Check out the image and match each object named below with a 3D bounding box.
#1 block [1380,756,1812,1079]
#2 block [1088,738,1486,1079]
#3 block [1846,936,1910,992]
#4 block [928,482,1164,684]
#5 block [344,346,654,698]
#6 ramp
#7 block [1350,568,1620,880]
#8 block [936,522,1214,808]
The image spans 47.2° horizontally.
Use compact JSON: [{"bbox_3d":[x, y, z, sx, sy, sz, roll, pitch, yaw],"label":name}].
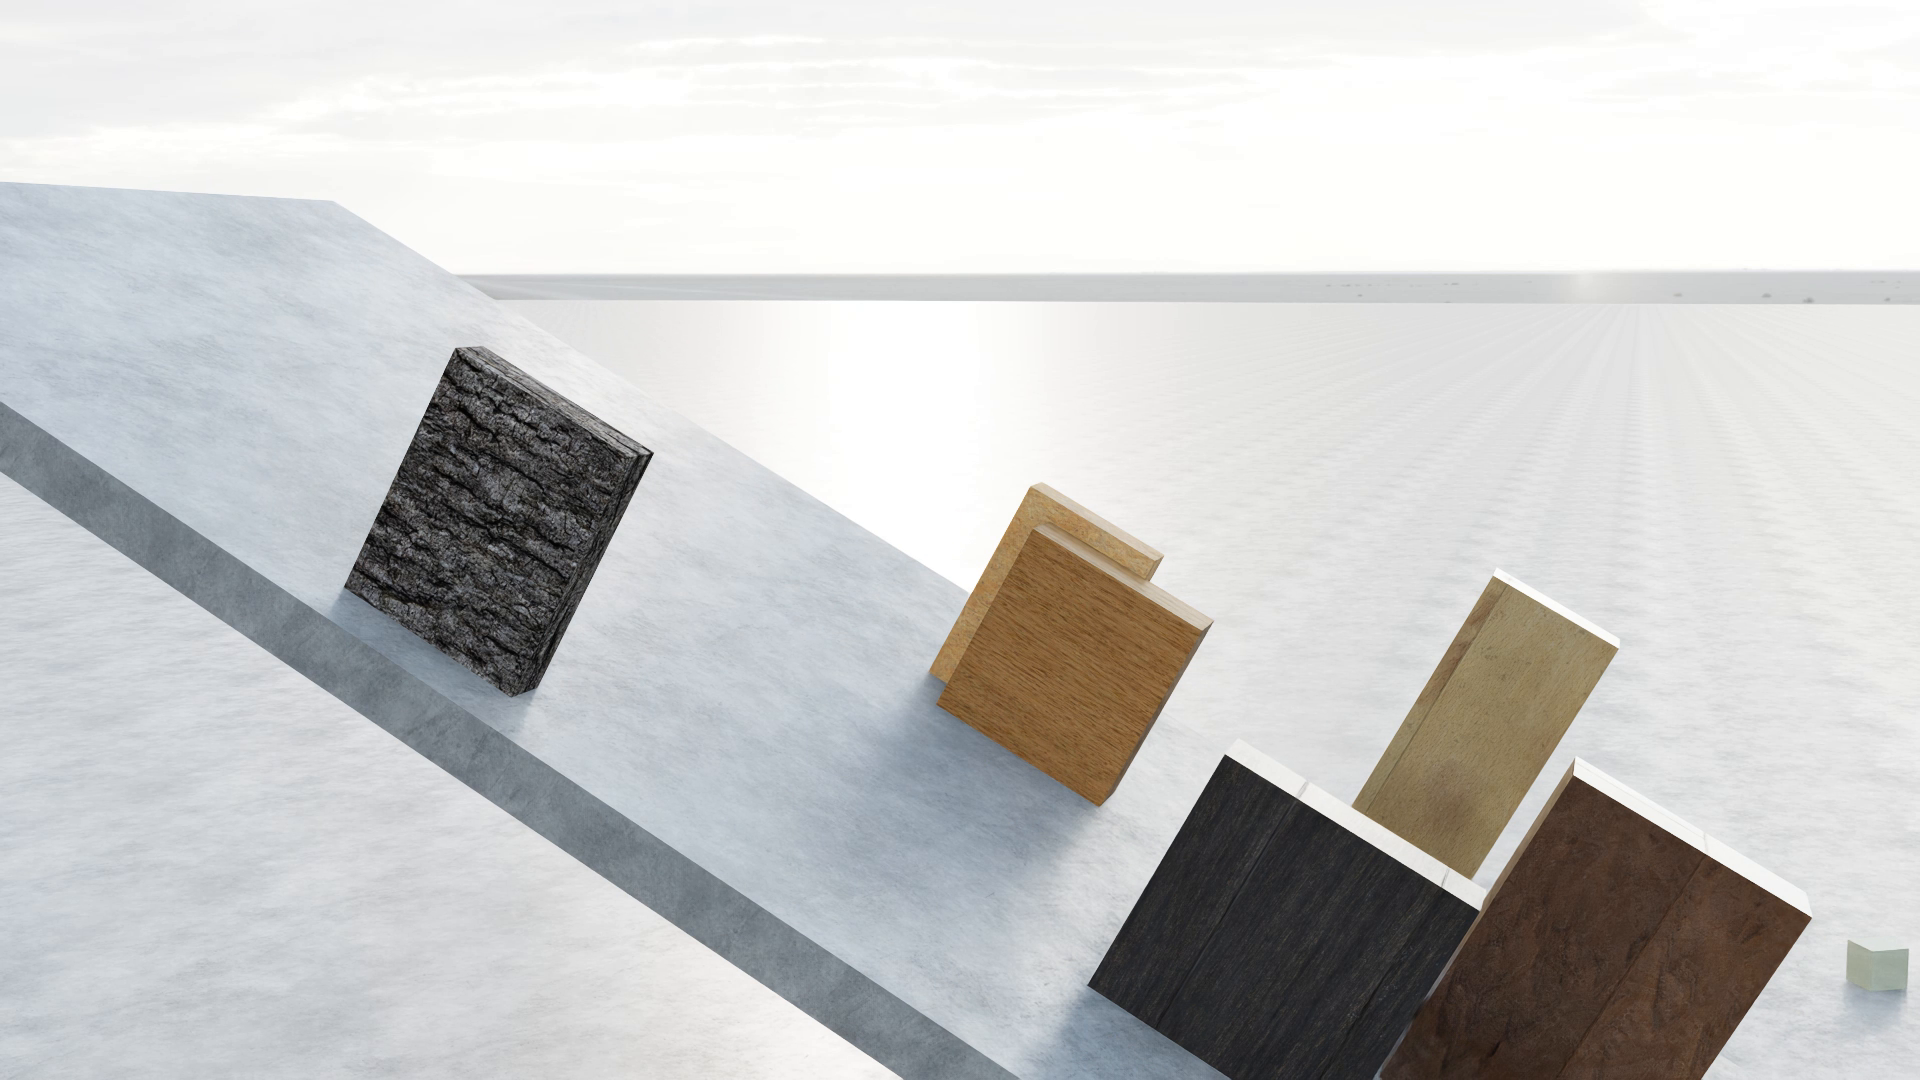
[{"bbox_3d":[1.039,0.737,3.630,0.420,0.613,0.146,31,14,11],"label":"block"},{"bbox_3d":[0.500,0.615,3.394,0.438,0.437,0.118,31,14,11],"label":"block"},{"bbox_3d":[2.396,1.107,5.744,0.107,0.107,0.107,-2,7,-12],"label":"block"},{"bbox_3d":[0.171,0.148,4.395,0.288,0.437,0.093,31,14,11],"label":"block"},{"bbox_3d":[-0.710,-0.030,3.373,0.327,0.426,0.085,31,14,11],"label":"block"},{"bbox_3d":[-0.202,0.334,4.137,4.000,0.100,2.000,31,14,11],"label":"ramp"},{"bbox_3d":[1.041,0.433,4.513,0.281,0.698,0.118,31,14,11],"label":"block"},{"bbox_3d":[0.221,0.237,4.251,0.374,0.401,0.127,31,14,11],"label":"block"}]
